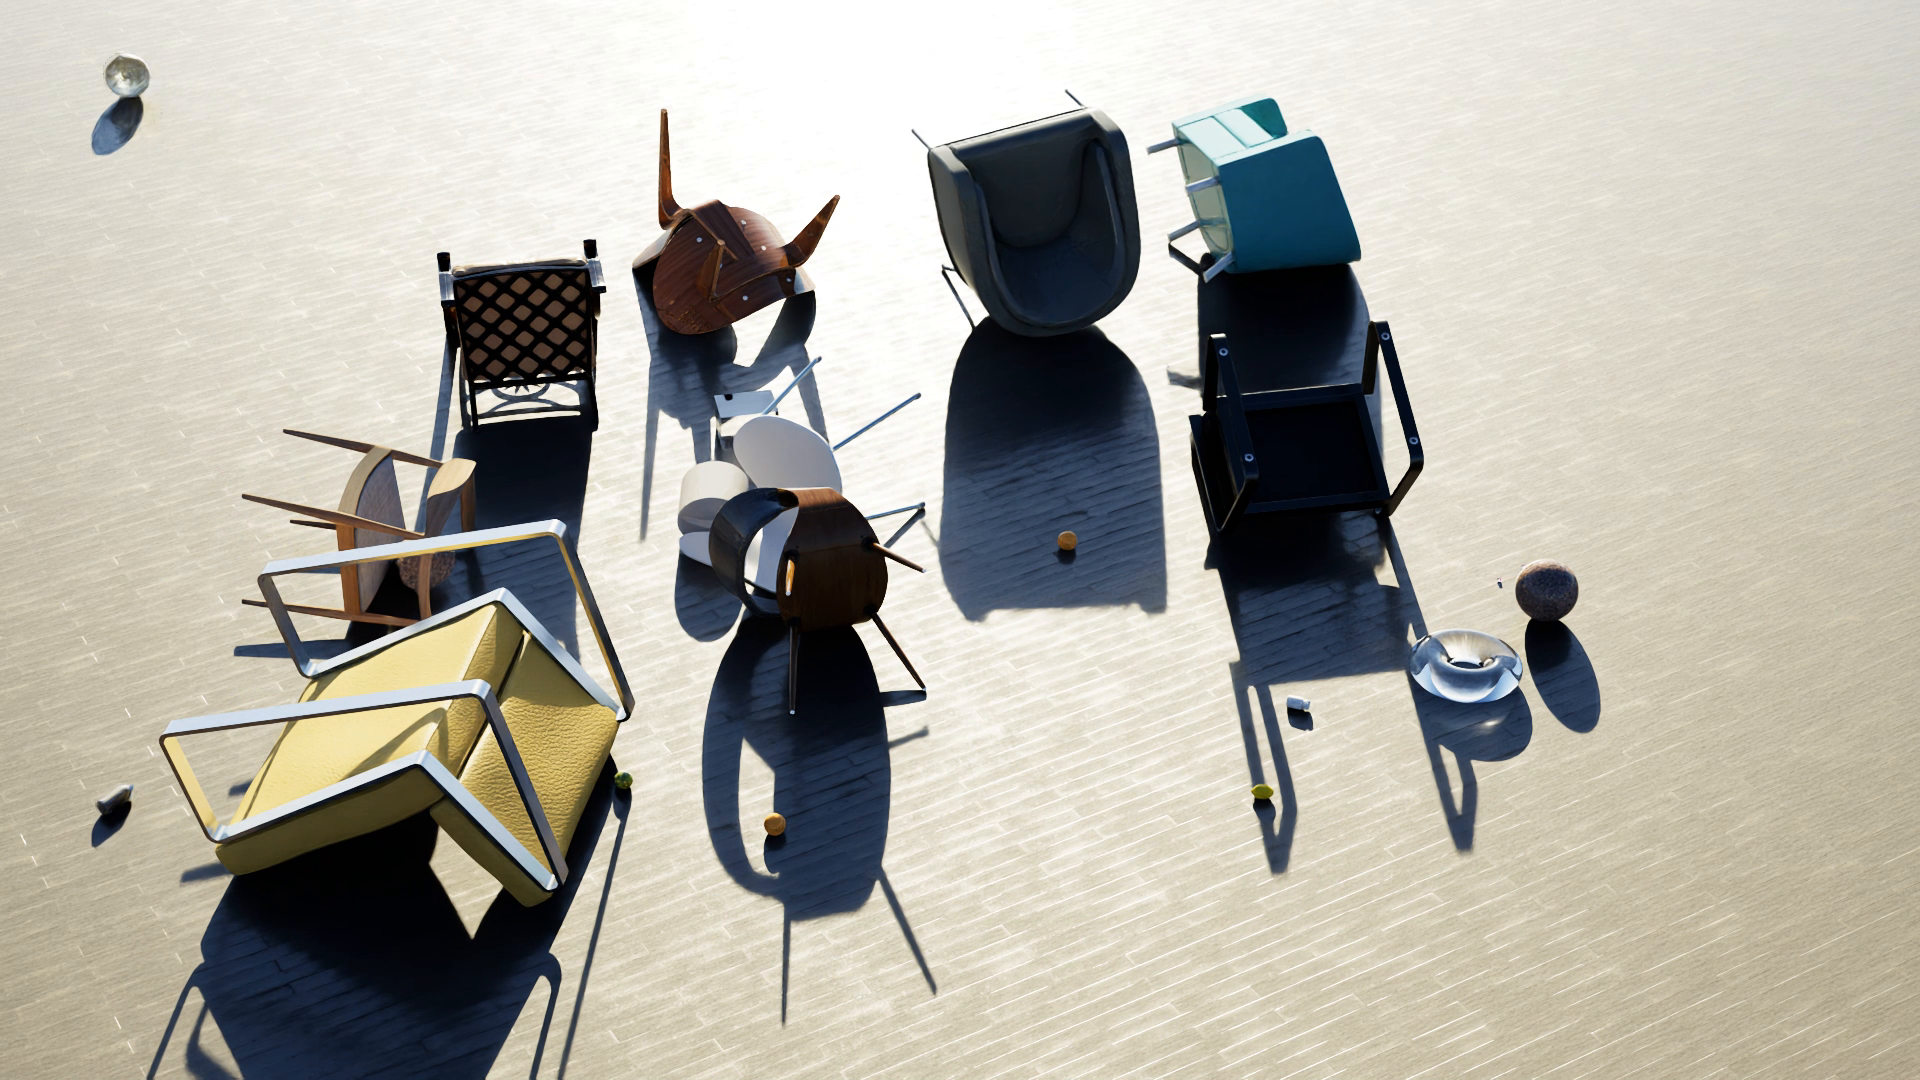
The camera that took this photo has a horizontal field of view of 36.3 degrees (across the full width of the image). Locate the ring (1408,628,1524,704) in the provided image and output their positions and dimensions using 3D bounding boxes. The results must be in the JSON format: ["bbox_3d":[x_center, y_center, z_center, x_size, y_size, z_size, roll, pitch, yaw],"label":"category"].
[{"bbox_3d":[1.755,0.436,10.183,0.397,0.113,0.370,14,35,21],"label":"ring"}]

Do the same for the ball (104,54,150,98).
[{"bbox_3d":[-4.015,-2.239,14.148,0.213,0.213,0.213,0,33,0],"label":"ball"}]

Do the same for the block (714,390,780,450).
[{"bbox_3d":[-0.838,-0.476,11.536,0.229,0.143,0.174,-7,34,-10],"label":"block"}]

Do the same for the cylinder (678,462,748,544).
[{"bbox_3d":[-0.923,-0.139,10.964,0.255,0.211,0.253,-5,33,2],"label":"cylinder"}]

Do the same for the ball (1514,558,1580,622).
[{"bbox_3d":[2.094,0.179,10.466,0.227,0.227,0.227,0,33,0],"label":"ball"}]

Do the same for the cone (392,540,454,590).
[{"bbox_3d":[-2.014,0.089,10.736,0.223,0.172,0.242,3,21,45],"label":"cone"}]

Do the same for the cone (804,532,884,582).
[{"bbox_3d":[-0.407,0.100,10.738,0.277,0.123,0.297,17,32,2],"label":"cone"}]
